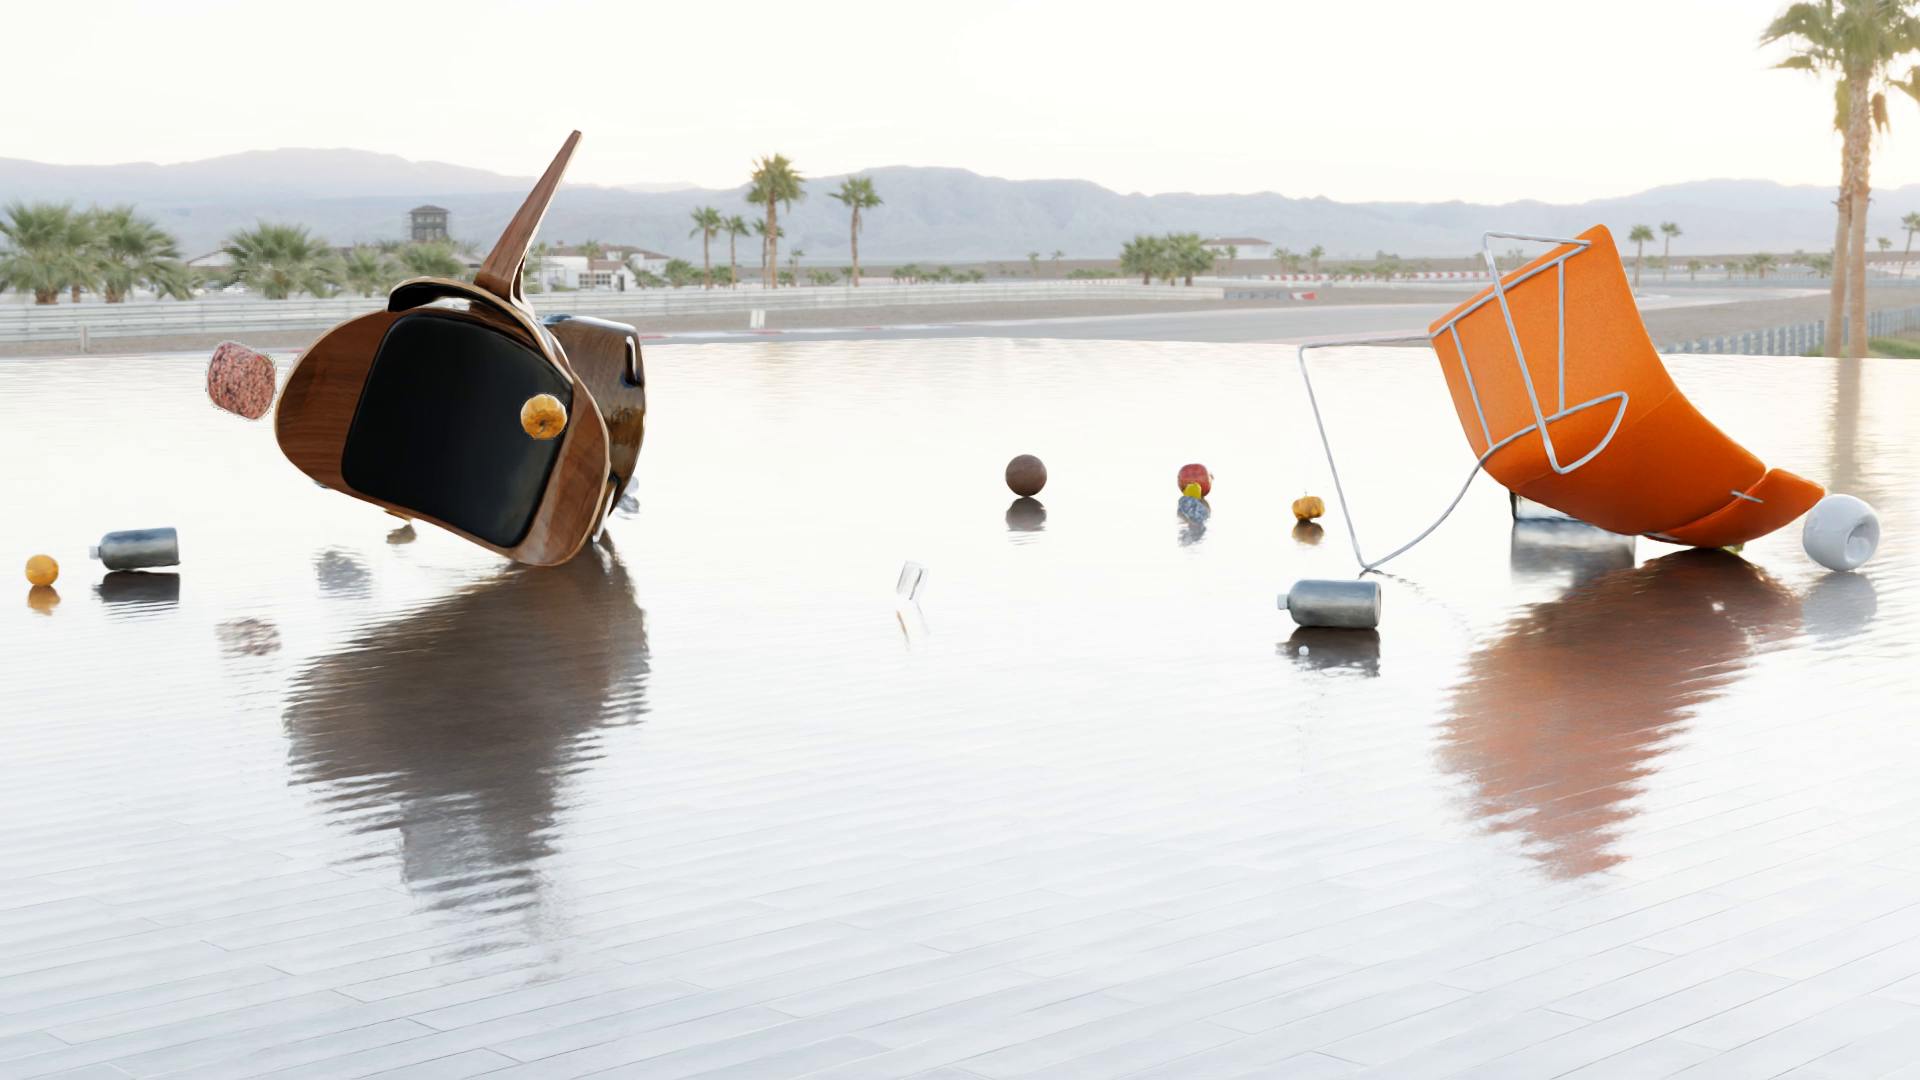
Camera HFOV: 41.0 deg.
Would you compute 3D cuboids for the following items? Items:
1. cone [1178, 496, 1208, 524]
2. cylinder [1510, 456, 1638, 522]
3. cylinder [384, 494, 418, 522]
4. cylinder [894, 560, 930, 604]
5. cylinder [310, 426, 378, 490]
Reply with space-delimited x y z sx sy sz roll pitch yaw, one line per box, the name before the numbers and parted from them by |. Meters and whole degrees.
cone | 0.632 -0.066 6.884 0.108 0.059 0.069 45 -4 32
cylinder | 1.651 -0.136 6.890 0.316 0.171 0.263 2 1 18
cylinder | -1.493 -0.086 6.853 0.075 0.061 0.047 21 -32 -9
cylinder | -0.097 0.084 5.164 0.058 0.073 0.034 26 14 29
cylinder | -1.679 -0.224 6.992 0.165 0.119 0.219 -17 19 -2
